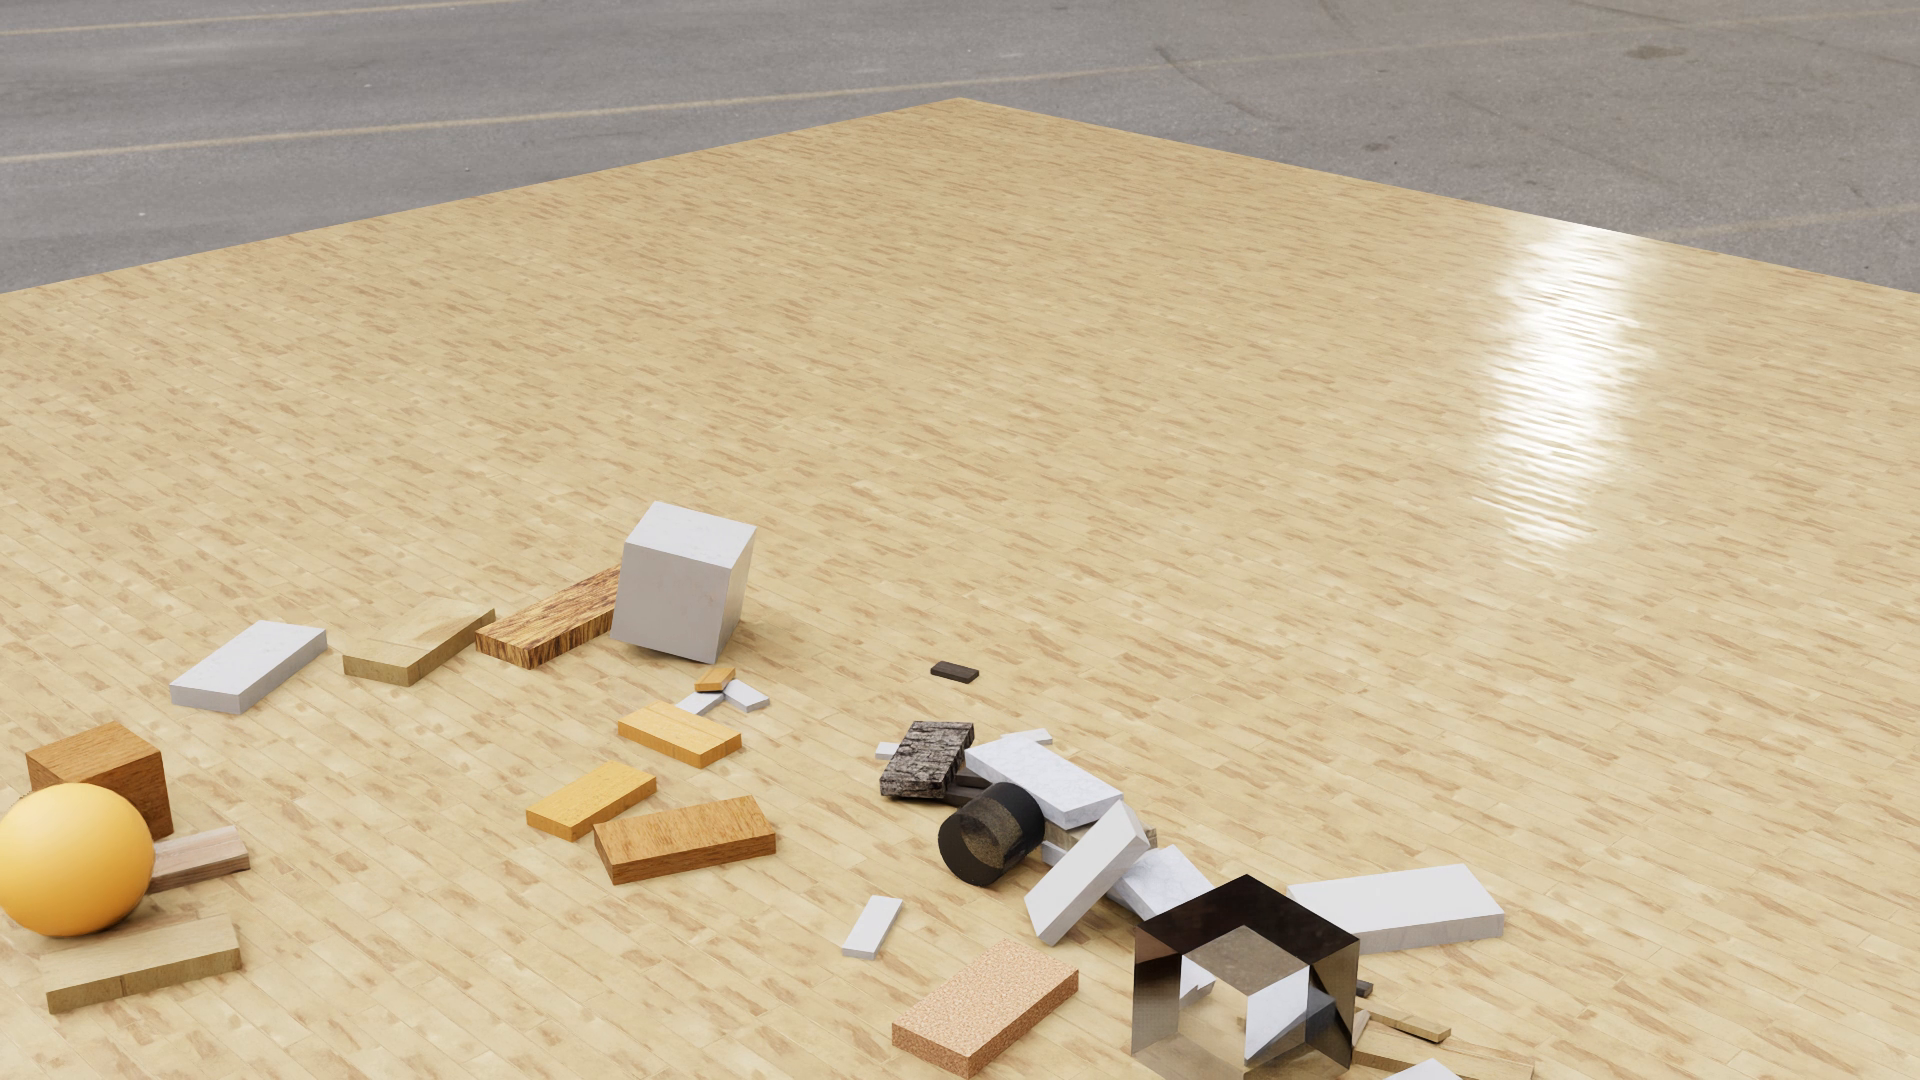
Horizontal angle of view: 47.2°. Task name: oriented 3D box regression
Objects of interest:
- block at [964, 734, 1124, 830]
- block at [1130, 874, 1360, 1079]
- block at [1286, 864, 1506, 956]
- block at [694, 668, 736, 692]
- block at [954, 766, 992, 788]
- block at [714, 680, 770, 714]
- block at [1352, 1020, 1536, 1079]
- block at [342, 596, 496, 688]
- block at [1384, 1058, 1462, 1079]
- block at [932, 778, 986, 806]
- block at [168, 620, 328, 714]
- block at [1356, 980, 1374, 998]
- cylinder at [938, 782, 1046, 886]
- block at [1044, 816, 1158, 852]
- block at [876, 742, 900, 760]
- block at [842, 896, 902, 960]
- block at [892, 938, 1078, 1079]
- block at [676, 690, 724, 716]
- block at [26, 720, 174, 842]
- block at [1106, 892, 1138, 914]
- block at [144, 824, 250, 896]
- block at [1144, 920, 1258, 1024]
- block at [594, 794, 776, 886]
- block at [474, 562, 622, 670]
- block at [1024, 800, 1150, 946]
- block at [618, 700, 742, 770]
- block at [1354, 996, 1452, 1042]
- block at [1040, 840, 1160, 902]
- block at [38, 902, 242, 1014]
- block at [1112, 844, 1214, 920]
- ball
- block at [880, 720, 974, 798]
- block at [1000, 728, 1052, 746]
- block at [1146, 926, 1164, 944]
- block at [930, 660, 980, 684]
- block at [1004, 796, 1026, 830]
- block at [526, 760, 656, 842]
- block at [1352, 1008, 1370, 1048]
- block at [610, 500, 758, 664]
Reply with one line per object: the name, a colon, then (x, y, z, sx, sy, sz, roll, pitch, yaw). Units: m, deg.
block: (0.163, 0.476, 4.371, 0.132, 0.037, 0.406, -14, 18, -25)
block: (0.469, 0.759, 3.642, 0.258, 0.258, 0.258, -17, 28, -35)
block: (0.804, 0.687, 4.076, 0.356, 0.050, 0.178, -5, 24, -12)
block: (-0.552, 0.314, 4.960, 0.062, 0.018, 0.124, -4, 12, 10)
block: (0.077, 0.482, 4.488, 0.156, 0.022, 0.078, 3, 19, 29)
block: (-0.488, 0.349, 4.916, 0.062, 0.018, 0.124, -19, 29, -37)
block: (0.808, 0.870, 3.676, 0.287, 0.027, 0.094, 9, 25, 21)
block: (-1.261, 0.234, 5.145, 0.176, 0.050, 0.353, 9, 25, 21)
block: (0.862, 0.994, 3.355, 0.178, 0.050, 0.599, -14, 27, -29)
block: (0.026, 0.514, 4.486, 0.156, 0.022, 0.078, 5, 25, 33)
block: (-1.619, 0.287, 5.020, 0.176, 0.050, 0.353, 7, 24, 16)
block: (0.675, 0.781, 3.882, 0.099, 0.014, 0.050, 13, 7, 27)
cylinder: (0.061, 0.565, 4.235, 0.150, 0.150, 0.150, 15, 27, 31)
block: (0.247, 0.557, 4.264, 0.140, 0.040, 0.280, -13, 15, -25)
block: (-0.126, 0.452, 4.678, 0.101, 0.014, 0.050, 4, 23, 10)
block: (-0.160, 0.714, 4.056, 0.060, 0.017, 0.183, 6, 24, 14)
block: (0.047, 0.806, 3.803, 0.162, 0.046, 0.324, 16, 28, 34)
block: (-0.585, 0.367, 4.874, 0.062, 0.018, 0.124, 12, 26, 26)
block: (-1.698, 0.500, 4.343, 0.186, 0.186, 0.186, 20, 30, 39)
block: (0.343, 0.679, 4.138, 0.063, 0.018, 0.126, -18, 29, -36)
block: (-1.513, 0.624, 4.245, 0.249, 0.035, 0.125, -12, 26, -27)
block: (0.422, 0.754, 3.845, 0.187, 0.027, 0.094, -34, 57, -26)
block: (-0.541, 0.587, 4.318, 0.324, 0.046, 0.162, -9, 25, -20)
block: (-0.918, 0.178, 5.278, 0.176, 0.050, 0.495, 16, 28, 32)
block: (0.231, 0.611, 4.039, 0.037, 0.265, 0.132, 38, 12, -22)
block: (-0.604, 0.417, 4.732, 0.249, 0.035, 0.125, 17, 28, 35)
block: (0.710, 0.811, 3.787, 0.275, 0.014, 0.050, 12, 10, 38)
block: (0.290, 0.611, 4.190, 0.140, 0.040, 0.280, -14, 15, -29)
block: (-1.469, 0.747, 3.941, 0.324, 0.046, 0.162, -11, 25, -23)
block: (0.420, 0.682, 3.972, 0.140, 0.040, 0.280, -20, 51, -34)
ball: (-1.619, 0.585, 4.012, 0.282, 0.282, 0.282, 0, 23, 0)
block: (-0.066, 0.455, 4.586, 0.132, 0.037, 0.265, 0, 22, 16)
block: (0.143, 0.429, 4.730, 0.101, 0.014, 0.050, -7, 24, -17)
block: (0.402, 0.704, 4.056, 0.063, 0.018, 0.126, 32, 35, 22)
block: (-0.012, 0.302, 5.030, 0.101, 0.014, 0.050, 13, 26, 28)
block: (0.131, 0.537, 4.467, 0.078, 0.022, 0.156, -4, 23, -8)
block: (-0.747, 0.529, 4.469, 0.125, 0.035, 0.249, 15, 27, 32)
block: (0.660, 0.837, 3.734, 0.050, 0.014, 0.099, -35, 2, 33)
block: (-0.646, 0.098, 5.150, 0.252, 0.252, 0.252, 14, 24, 3)
